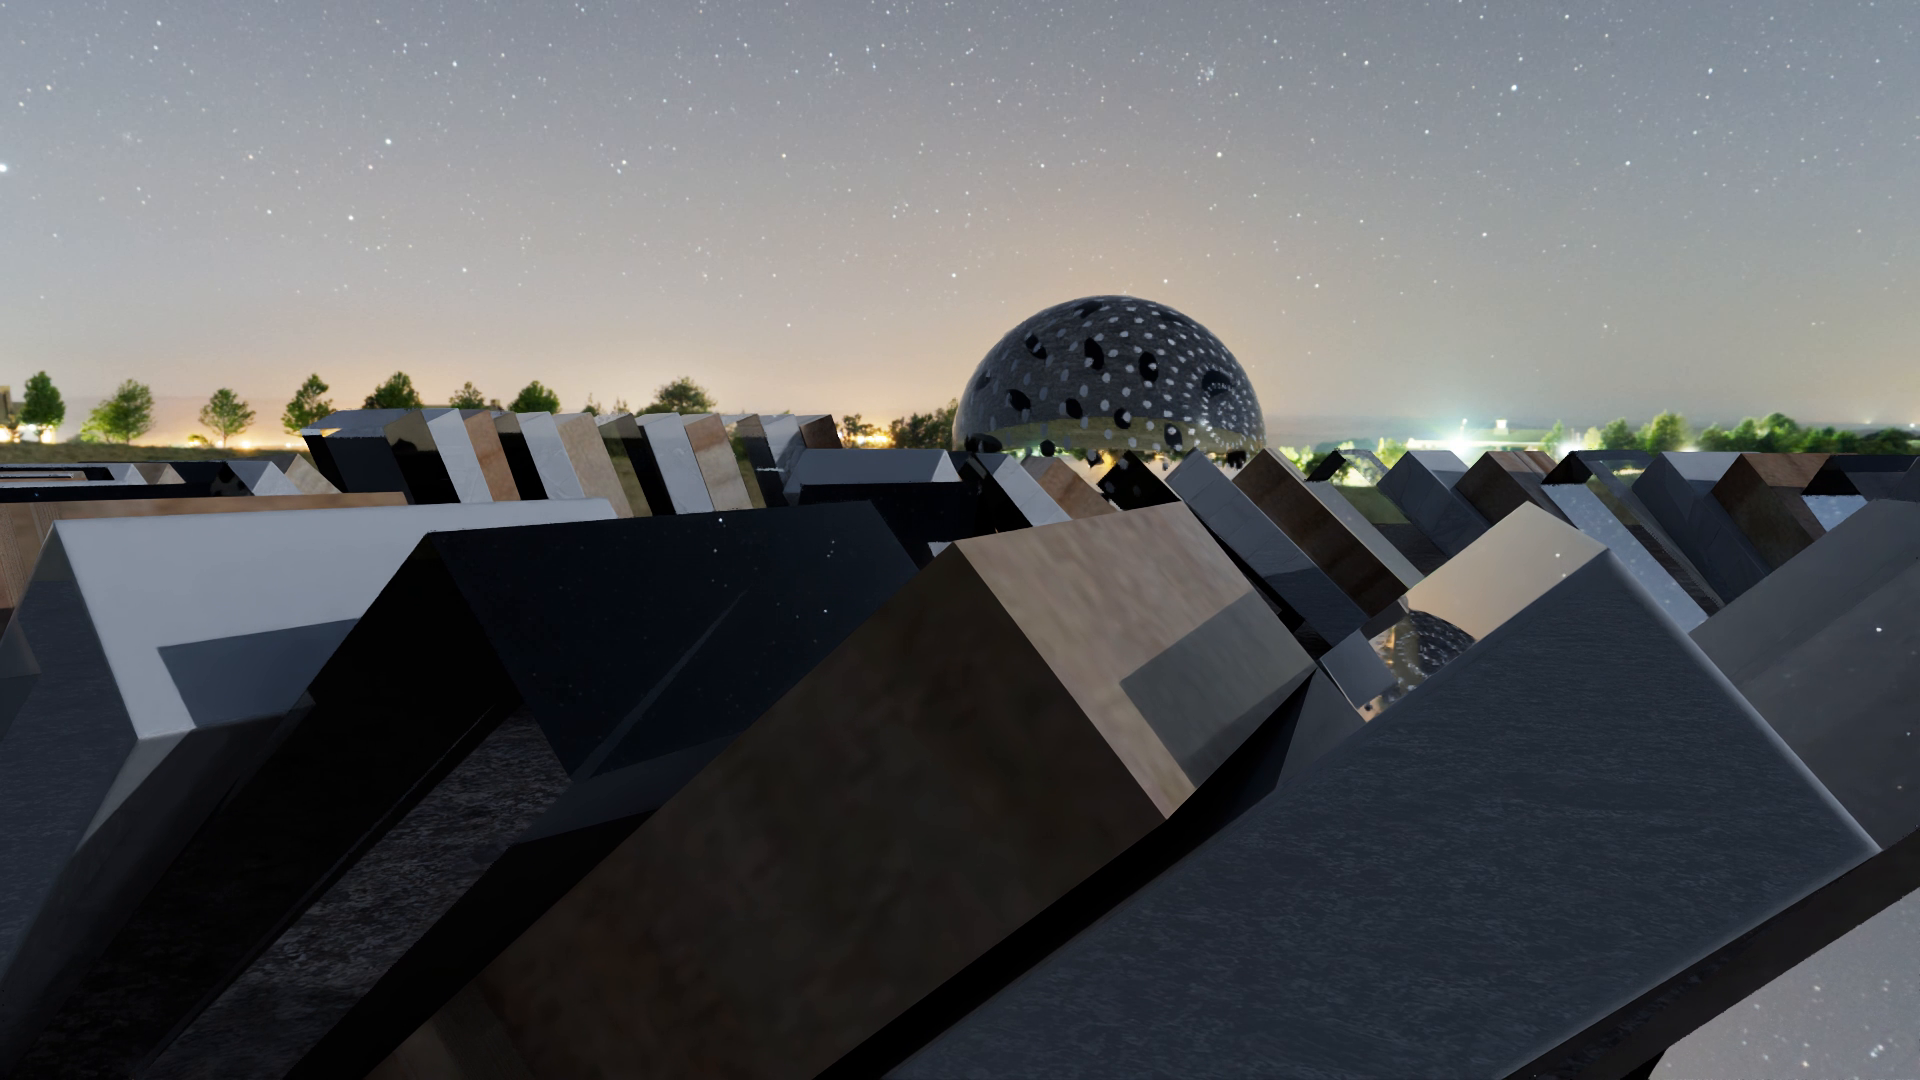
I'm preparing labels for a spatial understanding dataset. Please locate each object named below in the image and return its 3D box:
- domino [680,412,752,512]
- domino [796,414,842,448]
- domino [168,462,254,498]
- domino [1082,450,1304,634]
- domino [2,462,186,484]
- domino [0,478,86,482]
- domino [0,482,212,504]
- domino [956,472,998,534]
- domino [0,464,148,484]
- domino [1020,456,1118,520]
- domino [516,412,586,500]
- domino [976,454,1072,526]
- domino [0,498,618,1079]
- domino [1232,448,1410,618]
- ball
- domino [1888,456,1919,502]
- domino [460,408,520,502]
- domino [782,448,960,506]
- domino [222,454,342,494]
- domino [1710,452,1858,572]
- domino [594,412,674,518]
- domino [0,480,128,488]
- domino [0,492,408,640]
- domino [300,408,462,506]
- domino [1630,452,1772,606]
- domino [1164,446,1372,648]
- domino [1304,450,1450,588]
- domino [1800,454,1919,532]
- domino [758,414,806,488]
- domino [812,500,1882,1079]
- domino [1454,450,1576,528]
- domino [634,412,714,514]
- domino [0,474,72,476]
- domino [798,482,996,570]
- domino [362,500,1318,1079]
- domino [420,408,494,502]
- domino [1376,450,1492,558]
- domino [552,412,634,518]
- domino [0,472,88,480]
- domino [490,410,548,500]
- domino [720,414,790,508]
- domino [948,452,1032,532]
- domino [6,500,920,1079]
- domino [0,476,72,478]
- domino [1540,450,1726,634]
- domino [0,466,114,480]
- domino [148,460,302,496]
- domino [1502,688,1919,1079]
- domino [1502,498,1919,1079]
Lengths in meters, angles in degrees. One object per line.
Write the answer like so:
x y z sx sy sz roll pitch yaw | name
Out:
-0.063 -0.008 0.334 0.010 0.050 0.025 -26 17 -28 | domino
-0.037 -0.009 0.348 0.010 0.050 0.025 -26 17 -28 | domino
-0.120 0.007 0.212 0.025 0.009 0.050 1 -36 9 | domino
0.048 0.002 0.270 0.050 0.009 0.025 43 2 -5 | domino
-0.121 0.008 0.197 0.025 0.009 0.050 0 -36 5 | domino
-0.086 0.014 0.108 0.025 0.009 0.050 -3 -36 -30 | domino
-0.066 0.016 0.085 0.025 0.010 0.050 -4 -35 -40 | domino
-0.003 0.005 0.229 0.025 0.009 0.050 3 -38 40 | domino
-0.119 0.009 0.181 0.025 0.010 0.050 0 -37 -2 | domino
0.032 0.003 0.265 0.050 0.009 0.025 41 -4 -11 | domino
-0.098 -0.006 0.309 0.009 0.050 0.025 -29 20 -31 | domino
0.017 0.003 0.256 0.050 0.009 0.025 45 -16 -23 | domino
-0.039 0.018 0.067 0.050 0.010 0.025 -45 -22 29 | domino
0.081 0.001 0.273 0.050 0.009 0.025 47 17 11 | domino
0.037 -0.022 0.328 0.080 0.080 0.080 0 4 0 | ball
0.161 0.008 0.185 0.025 0.010 0.050 0 46 1 | domino
-0.109 -0.004 0.287 0.025 0.050 0.009 3 27 31 | domino
-0.007 0.006 0.213 0.025 0.009 0.050 2 -40 26 | domino
-0.119 0.004 0.243 0.025 0.009 0.050 -2 -37 23 | domino
0.153 0.006 0.216 0.025 0.009 0.050 -1 47 -13 | domino
-0.081 -0.007 0.323 0.009 0.050 0.025 -28 18 -28 | domino
-0.077 0.015 0.096 0.025 0.010 0.050 -3 -35 -35 | domino
-0.052 0.017 0.076 0.025 0.009 0.050 -5 -34 -49 | domino
-0.113 -0.002 0.263 0.025 0.050 0.010 2 30 29 | domino
0.147 0.005 0.230 0.025 0.009 0.050 -1 47 -19 | domino
0.064 0.001 0.273 0.050 0.009 0.025 45 9 3 | domino
0.097 0.002 0.269 0.050 0.009 0.025 50 27 20 | domino
0.158 0.007 0.201 0.025 0.010 0.050 0 47 -5 | domino
-0.046 -0.008 0.344 0.009 0.050 0.025 -26 17 -28 | domino
0.006 0.019 0.051 0.050 0.010 0.025 -42 -9 18 | domino
0.124 0.003 0.253 0.025 0.009 0.050 -4 49 -41 | domino
-0.072 -0.007 0.329 0.010 0.050 0.025 -26 17 -28 | domino
-0.103 0.013 0.135 0.025 0.010 0.050 -2 -36 -20 | domino
-0.005 0.009 0.192 0.025 0.010 0.050 -1 -32 13 | domino
-0.009 0.018 0.055 0.050 0.009 0.025 -42 -13 21 | domino
-0.111 -0.003 0.275 0.025 0.050 0.009 3 28 31 | domino
0.110 0.002 0.262 0.025 0.010 0.050 -5 50 -50 | domino
-0.090 -0.006 0.317 0.009 0.050 0.025 -29 19 -31 | domino
-0.109 0.012 0.150 0.025 0.009 0.050 -1 -36 -15 | domino
-0.105 -0.005 0.299 0.025 0.050 0.009 4 28 41 | domino
-0.054 -0.008 0.338 0.009 0.050 0.025 -26 17 -28 | domino
0.005 0.004 0.243 0.025 0.010 0.050 4 -37 49 | domino
-0.024 0.018 0.061 0.050 0.009 0.025 -43 -17 25 | domino
-0.095 0.014 0.122 0.025 0.010 0.050 -2 -36 -25 | domino
0.136 0.004 0.242 0.025 0.009 0.050 -3 49 -32 | domino
-0.115 0.010 0.165 0.025 0.010 0.050 -1 -36 -9 | domino
-0.119 0.006 0.228 0.025 0.009 0.050 1 -36 15 | domino
0.037 0.019 0.048 0.050 0.009 0.025 -41 -1 8 | domino
0.021 0.019 0.049 0.050 0.009 0.025 -41 -5 13 | domino
